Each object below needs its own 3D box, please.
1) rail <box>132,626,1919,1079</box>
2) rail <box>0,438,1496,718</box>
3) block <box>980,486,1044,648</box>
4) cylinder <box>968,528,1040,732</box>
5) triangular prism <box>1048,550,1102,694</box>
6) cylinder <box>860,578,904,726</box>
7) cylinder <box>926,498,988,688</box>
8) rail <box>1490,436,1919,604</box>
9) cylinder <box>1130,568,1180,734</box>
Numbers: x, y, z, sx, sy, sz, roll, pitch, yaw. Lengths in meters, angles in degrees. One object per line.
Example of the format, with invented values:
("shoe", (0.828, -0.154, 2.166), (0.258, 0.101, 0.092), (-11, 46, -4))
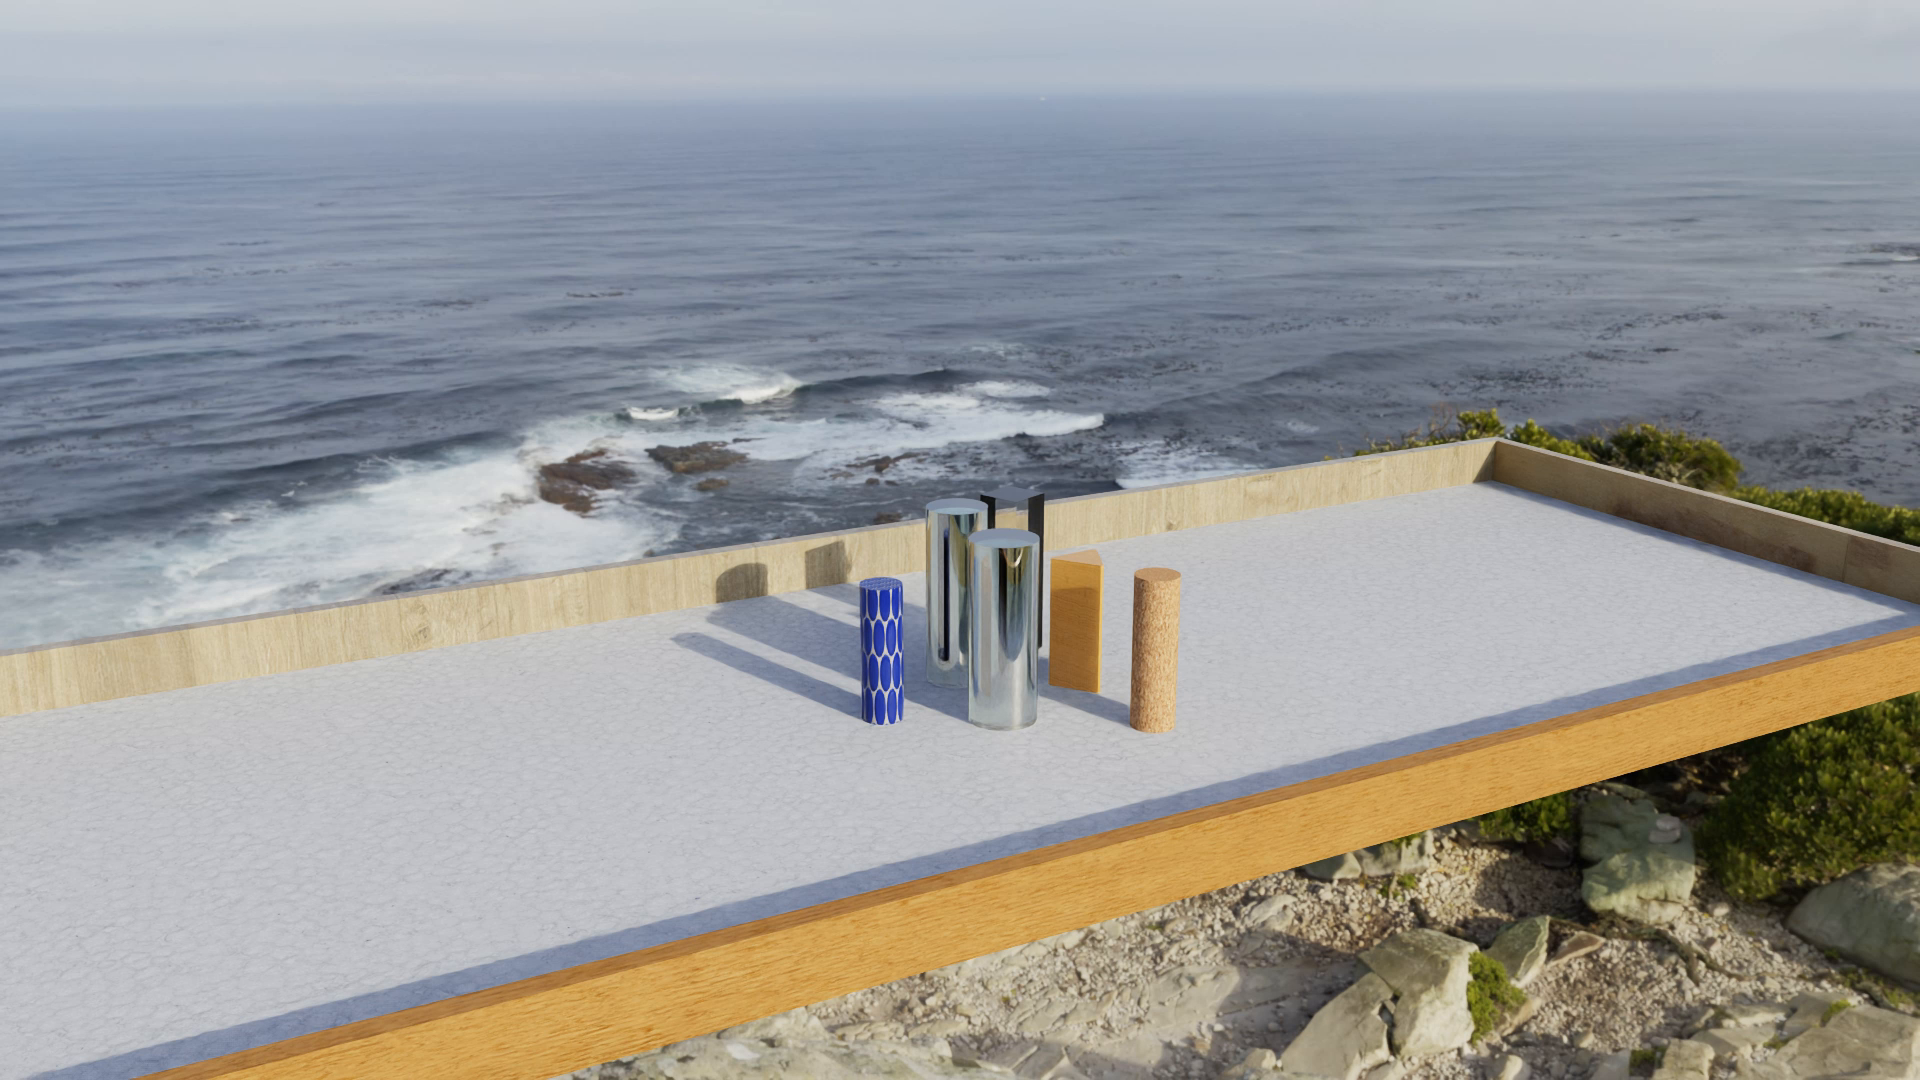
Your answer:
("rail", (-2.336, 1.006, 1.665), (12.000, 0.150, 0.050), (-9, 18, -27))
("rail", (-3.305, 0.497, 3.399), (12.000, 0.150, 0.050), (-9, 18, -27))
("block", (0.135, 0.083, 4.320), (0.118, 0.423, 0.118), (13, 21, 38))
("cylinder", (0.101, 0.209, 3.856), (0.164, 0.445, 0.164), (0, 16, 0))
("triangular prism", (0.309, 0.196, 4.103), (0.137, 0.330, 0.118), (8, 18, 26))
("cylinder", (-0.183, 0.261, 3.876), (0.101, 0.333, 0.101), (0, 16, 0))
("cylinder", (-0.008, 0.132, 4.109), (0.154, 0.449, 0.154), (0, 16, 0))
("rail", (2.466, -0.048, 5.253), (0.050, 0.150, 2.100), (-9, 18, -27))
("cylinder", (0.452, 0.256, 3.827), (0.106, 0.370, 0.106), (0, 16, 0))
